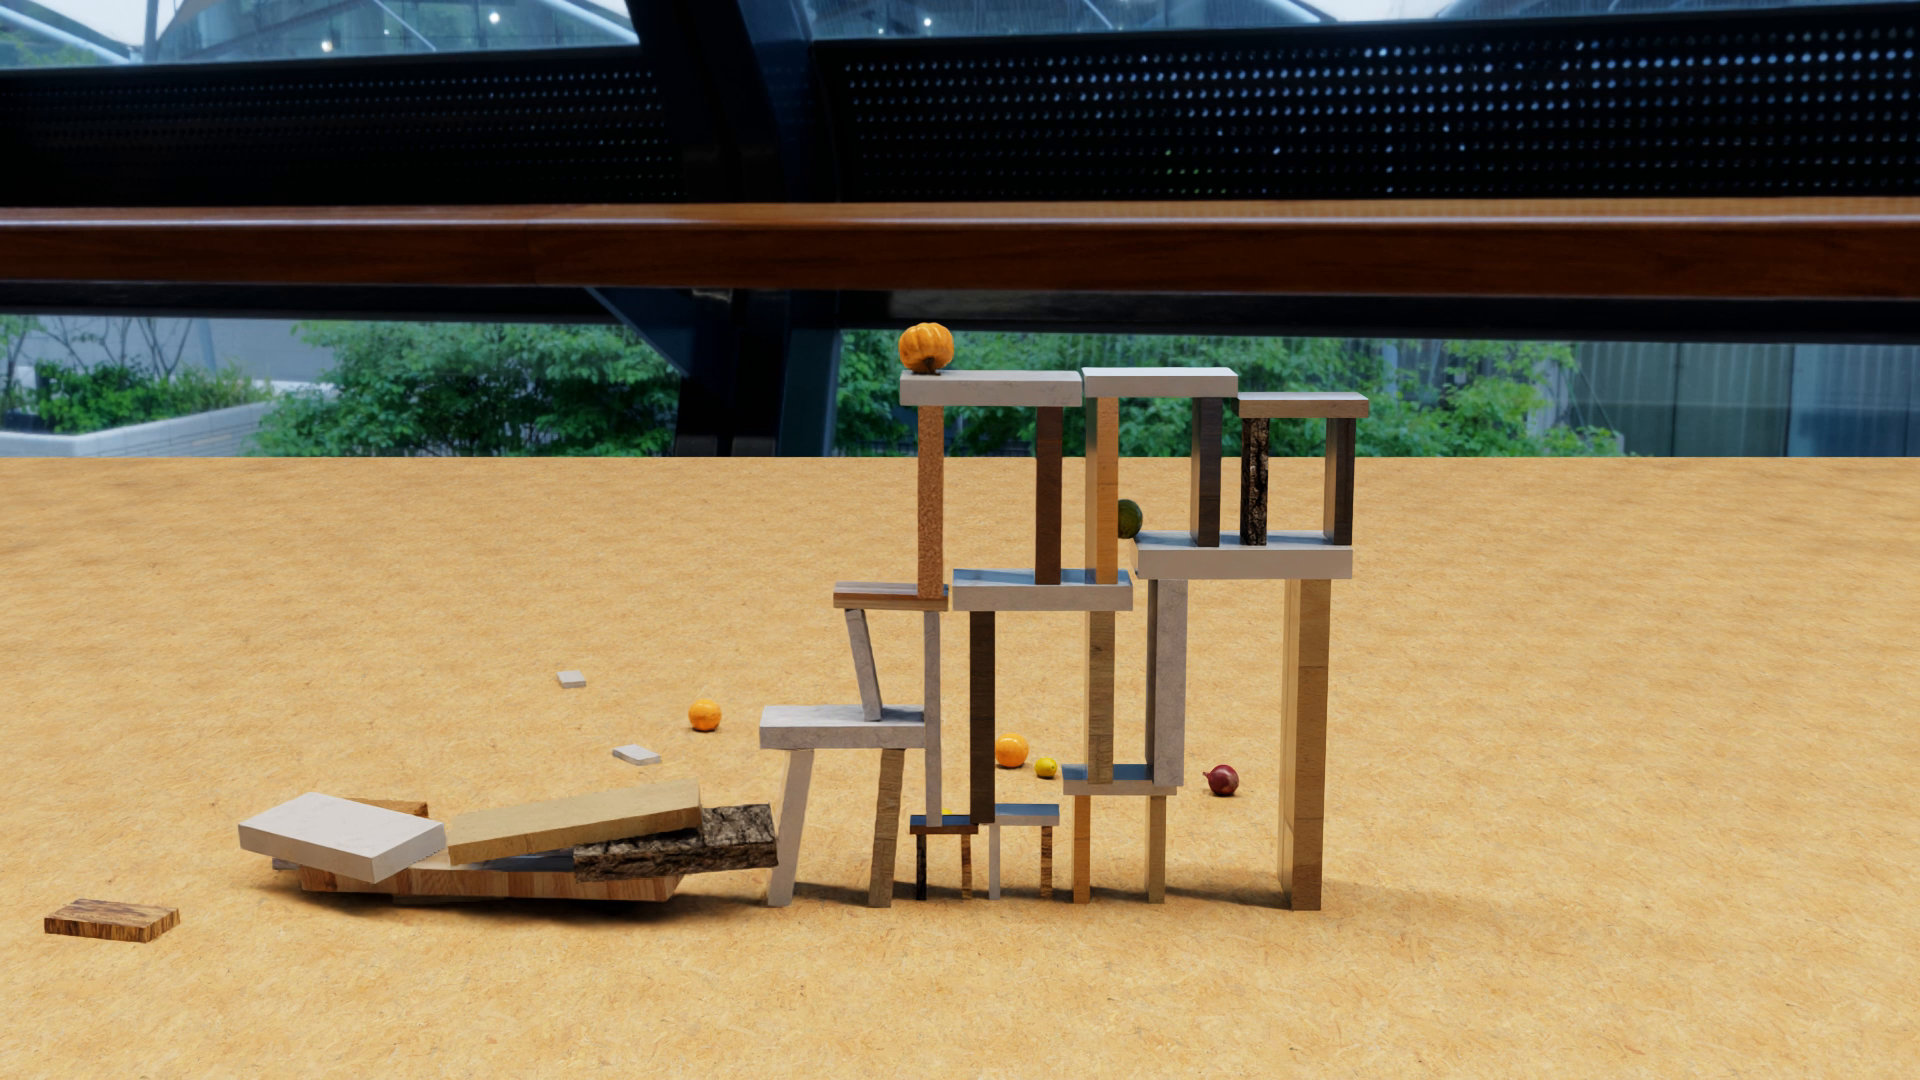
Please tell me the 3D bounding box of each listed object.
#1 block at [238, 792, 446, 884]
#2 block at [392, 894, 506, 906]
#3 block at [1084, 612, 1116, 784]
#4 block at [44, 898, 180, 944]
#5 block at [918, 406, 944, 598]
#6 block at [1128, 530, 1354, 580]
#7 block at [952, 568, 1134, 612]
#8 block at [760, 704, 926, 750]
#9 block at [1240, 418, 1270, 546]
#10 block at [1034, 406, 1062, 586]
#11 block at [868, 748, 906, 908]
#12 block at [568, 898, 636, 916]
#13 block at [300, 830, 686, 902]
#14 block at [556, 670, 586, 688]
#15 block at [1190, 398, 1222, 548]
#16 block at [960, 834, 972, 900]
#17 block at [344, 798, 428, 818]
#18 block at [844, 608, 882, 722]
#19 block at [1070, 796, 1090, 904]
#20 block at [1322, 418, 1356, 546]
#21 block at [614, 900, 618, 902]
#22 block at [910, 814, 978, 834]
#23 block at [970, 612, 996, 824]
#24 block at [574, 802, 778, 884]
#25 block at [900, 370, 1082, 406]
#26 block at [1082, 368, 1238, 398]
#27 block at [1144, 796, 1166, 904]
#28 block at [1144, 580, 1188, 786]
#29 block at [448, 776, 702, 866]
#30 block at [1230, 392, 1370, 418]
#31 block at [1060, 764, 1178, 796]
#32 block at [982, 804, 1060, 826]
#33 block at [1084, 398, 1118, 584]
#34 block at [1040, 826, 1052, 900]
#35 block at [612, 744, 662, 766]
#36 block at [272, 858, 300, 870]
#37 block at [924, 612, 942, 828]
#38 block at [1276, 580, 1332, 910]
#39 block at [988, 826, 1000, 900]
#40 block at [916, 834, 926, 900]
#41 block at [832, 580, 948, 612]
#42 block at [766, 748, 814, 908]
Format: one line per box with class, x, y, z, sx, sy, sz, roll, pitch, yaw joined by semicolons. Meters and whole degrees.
block;-1.031;0.493;3.666;0.320;0.045;0.160;7;18;32
block;-0.840;0.573;3.655;0.183;0.026;0.091;-3;13;0
block;0.227;0.241;3.601;0.041;0.287;0.144;0;11;0
block;-1.352;0.607;3.507;0.183;0.026;0.091;3;11;14
block;-0.047;-0.072;3.551;0.041;0.309;0.143;0;10;-1
block;0.451;0.023;3.566;0.340;0.048;0.170;0;11;0
block;0.132;0.080;3.571;0.287;0.041;0.144;0;11;0
block;-0.191;0.306;3.614;0.267;0.038;0.134;0;11;-1
block;0.474;-0.101;3.542;0.029;0.205;0.103;0;11;-1
block;0.142;-0.082;3.549;0.041;0.286;0.143;0;11;1
block;-0.120;0.458;3.643;0.038;0.267;0.134;5;10;-1
block;-0.589;0.591;3.613;0.105;0.015;0.053;7;16;35
block;-0.764;0.534;3.638;0.625;0.045;0.160;0;16;10
block;-0.897;0.321;5.074;0.053;0.015;0.105;-3;11;-18
block;0.395;-0.117;3.534;0.034;0.239;0.120;0;11;-1
block;0.011;0.535;3.654;0.016;0.113;0.057;-1;11;0
block;-1.114;0.508;4.017;0.247;0.035;0.123;2;11;10
block;-0.157;0.195;3.600;0.026;0.185;0.093;-10;11;1
block;0.200;0.499;3.649;0.026;0.185;0.093;0;11;0
block;0.611;-0.101;3.543;0.029;0.205;0.103;0;11;0
block;-0.625;0.560;3.655;0.183;0.026;0.091;3;17;22
block;-0.026;0.471;3.642;0.113;0.016;0.057;0;11;0
block;0.036;0.273;3.607;0.041;0.352;0.144;0;11;0
block;-0.462;0.491;3.571;0.319;0.045;0.160;-4;16;-8
block;0.049;-0.243;3.519;0.286;0.041;0.143;0;10;0
block;0.317;-0.252;3.512;0.239;0.034;0.120;0;11;0
block;0.324;0.499;3.649;0.026;0.185;0.093;0;11;0
block;0.337;0.215;3.600;0.048;0.340;0.170;0;11;0
block;-0.620;0.454;3.561;0.400;0.035;0.123;-9;17;-5
block;0.543;-0.217;3.522;0.205;0.029;0.103;0;11;0
block;0.261;0.395;3.630;0.185;0.026;0.093;0;11;0
block;0.100;0.455;3.642;0.129;0.018;0.064;0;11;2
block;0.228;-0.088;3.542;0.034;0.300;0.120;-1;11;-6
block;0.143;0.526;3.658;0.018;0.129;0.064;0;11;0
block;-0.656;0.436;4.455;0.053;0.015;0.105;-8;13;-37
block;-1.061;0.539;3.846;0.247;0.035;0.123;0;11;-1
block;-0.045;0.284;3.616;0.026;0.361;0.093;-1;11;-1
block;0.565;0.318;3.622;0.048;0.552;0.170;0;11;0
block;0.057;0.527;3.658;0.018;0.129;0.064;0;11;0
block;-0.064;0.535;3.655;0.016;0.113;0.057;0;11;0
block;-0.111;0.091;3.580;0.185;0.026;0.093;2;10;0
block;-0.282;0.457;3.644;0.038;0.267;0.134;8;9;-8
